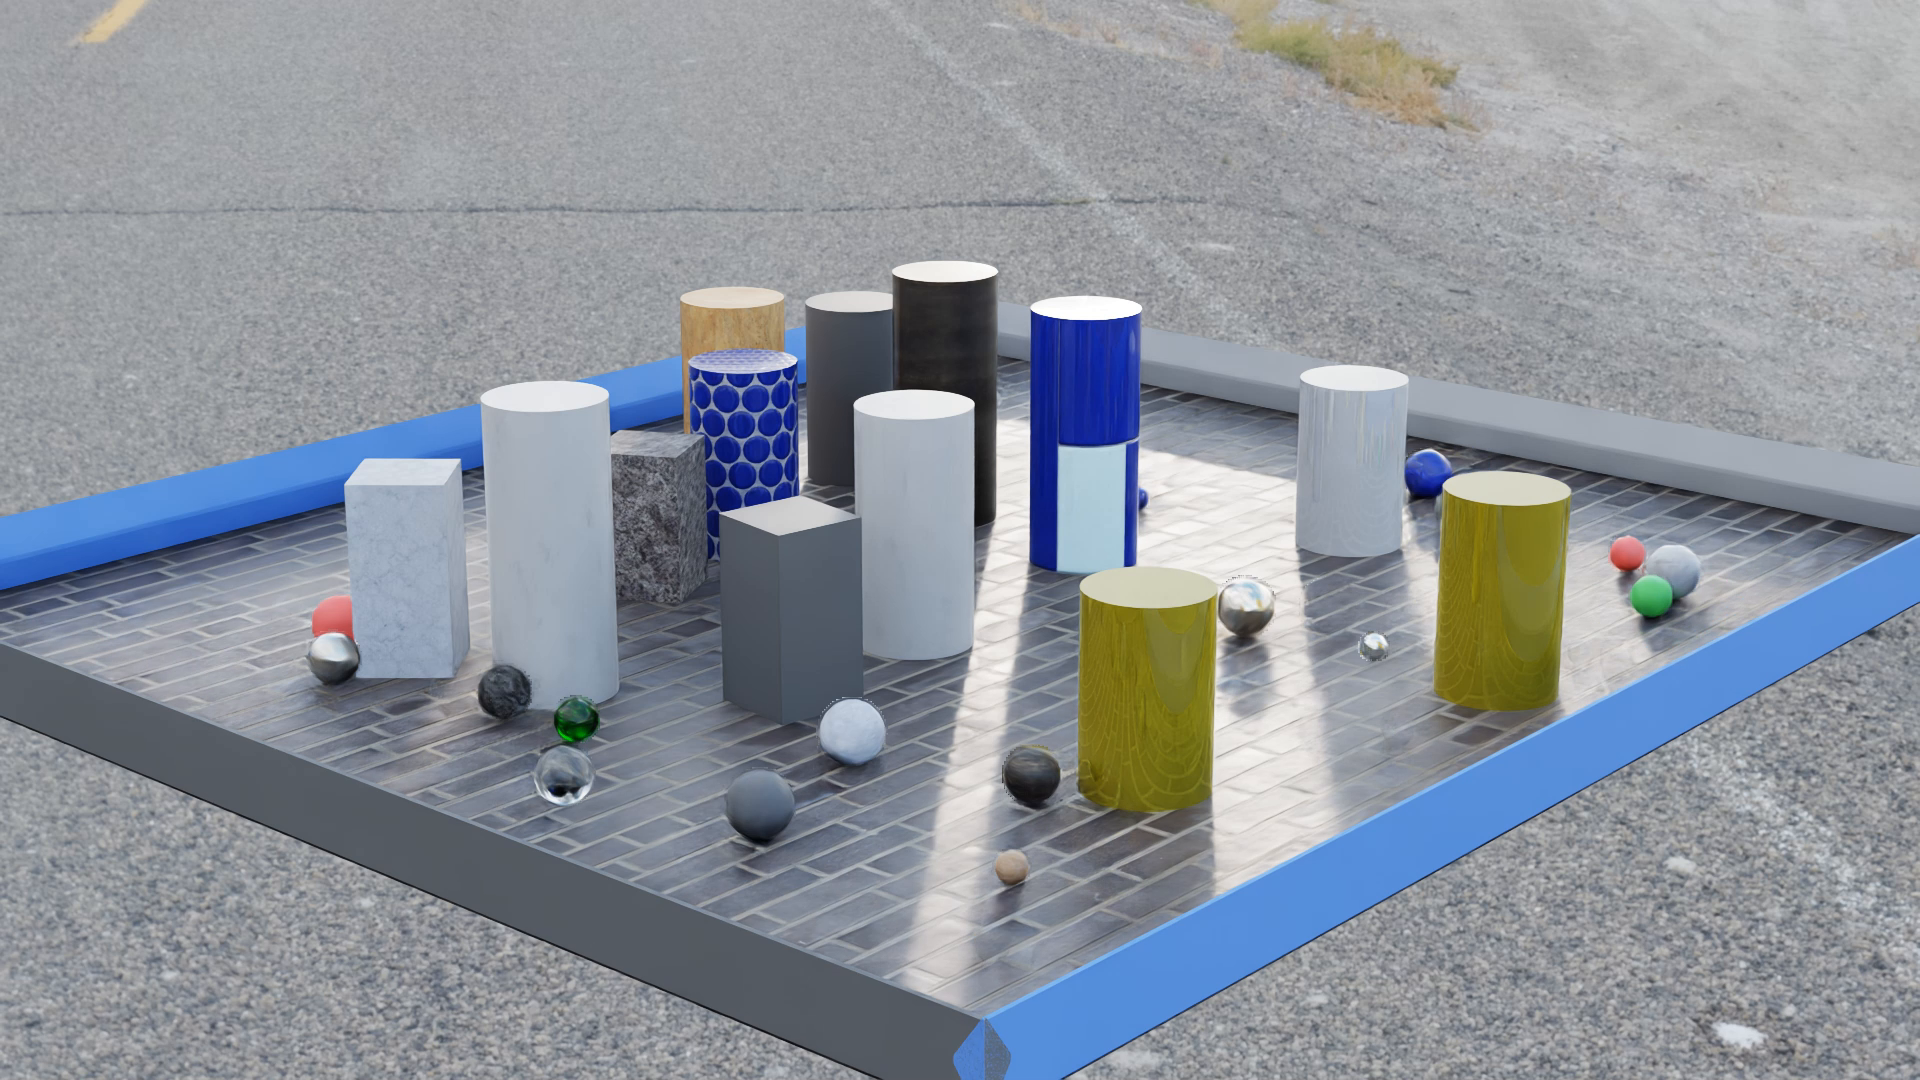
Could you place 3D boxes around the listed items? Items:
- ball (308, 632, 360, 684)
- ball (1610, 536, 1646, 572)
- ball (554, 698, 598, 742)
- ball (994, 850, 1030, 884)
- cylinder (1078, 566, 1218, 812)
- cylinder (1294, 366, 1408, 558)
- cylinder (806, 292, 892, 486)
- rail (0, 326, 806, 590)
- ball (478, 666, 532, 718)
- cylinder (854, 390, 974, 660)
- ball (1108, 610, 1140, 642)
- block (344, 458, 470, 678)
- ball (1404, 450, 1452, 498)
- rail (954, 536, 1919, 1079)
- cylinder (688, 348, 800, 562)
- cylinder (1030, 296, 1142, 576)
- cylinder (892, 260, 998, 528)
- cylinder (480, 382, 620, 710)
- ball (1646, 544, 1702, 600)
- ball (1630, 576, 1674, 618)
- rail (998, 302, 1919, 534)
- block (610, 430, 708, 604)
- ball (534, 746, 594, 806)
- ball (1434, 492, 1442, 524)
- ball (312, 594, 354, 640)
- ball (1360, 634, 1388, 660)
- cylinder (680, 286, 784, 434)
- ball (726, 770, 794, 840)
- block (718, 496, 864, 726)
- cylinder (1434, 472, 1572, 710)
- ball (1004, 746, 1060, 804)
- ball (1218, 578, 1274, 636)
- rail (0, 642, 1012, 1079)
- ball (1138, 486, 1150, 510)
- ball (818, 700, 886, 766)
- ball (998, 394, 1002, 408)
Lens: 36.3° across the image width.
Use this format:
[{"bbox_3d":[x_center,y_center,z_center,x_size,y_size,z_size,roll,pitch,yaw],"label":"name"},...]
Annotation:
[{"bbox_3d":[-0.998,0.188,4.672,0.082,0.082,0.082,0,17,0],"label":"ball"},{"bbox_3d":[1.198,0.025,5.261,0.063,0.063,0.063,0,17,0],"label":"ball"},{"bbox_3d":[-0.580,0.272,4.433,0.067,0.067,0.067,0,17,0],"label":"ball"},{"bbox_3d":[0.070,0.438,3.919,0.046,0.046,0.046,0,17,0],"label":"ball"},{"bbox_3d":[0.269,0.212,4.220,0.197,0.304,0.197,0,17,0],"label":"cylinder"},{"bbox_3d":[0.720,-0.146,5.397,0.197,0.312,0.197,0,17,0],"label":"cylinder"},{"bbox_3d":[-0.207,-0.302,5.844,0.197,0.353,0.197,0,17,0],"label":"cylinder"},{"bbox_3d":[-0.957,-0.208,5.916,0.045,0.128,2.892,14,22,39],"label":"rail"},{"bbox_3d":[-0.704,0.235,4.530,0.082,0.082,0.082,0,17,0],"label":"ball"},{"bbox_3d":[-0.075,-0.026,4.834,0.197,0.407,0.197,0,17,0],"label":"cylinder"},{"bbox_3d":[0.273,0.144,4.885,0.052,0.052,0.052,0,17,0],"label":"ball"},{"bbox_3d":[-0.892,0.045,4.744,0.158,0.323,0.158,0,17,0],"label":"block"},{"bbox_3d":[0.911,-0.129,5.713,0.095,0.095,0.095,0,17,0],"label":"ball"},{"bbox_3d":[0.957,0.272,4.324,0.045,0.128,2.892,14,22,39],"label":"rail"},{"bbox_3d":[-0.393,-0.155,5.355,0.197,0.353,0.197,0,17,0],"label":"cylinder"},{"bbox_3d":[0.224,-0.189,5.270,0.197,0.466,0.197,0,17,0],"label":"cylinder"},{"bbox_3d":[-0.028,-0.274,5.540,0.197,0.474,0.197,0,17,0],"label":"cylinder"},{"bbox_3d":[-0.641,0.008,4.594,0.197,0.480,0.197,0,17,0],"label":"cylinder"},{"bbox_3d":[1.242,0.055,5.103,0.096,0.096,0.096,0,17,0],"label":"ball"},{"bbox_3d":[1.182,0.096,5.010,0.071,0.071,0.071,0,17,0],"label":"ball"},{"bbox_3d":[0.933,-0.278,6.148,2.583,0.128,0.045,14,22,39],"label":"rail"},{"bbox_3d":[-0.544,-0.042,5.139,0.158,0.262,0.158,4,17,13],"label":"block"},{"bbox_3d":[-0.566,0.336,4.190,0.085,0.085,0.085,0,17,0],"label":"ball"},{"bbox_3d":[0.935,-0.060,5.497,0.088,0.088,0.088,0,17,0],"label":"ball"},{"bbox_3d":[-1.018,0.138,4.827,0.097,0.097,0.097,0,17,0],"label":"ball"},{"bbox_3d":[0.678,0.175,4.796,0.044,0.044,0.044,0,17,0],"label":"ball"},{"bbox_3d":[-0.432,-0.265,5.625,0.197,0.408,0.197,0,17,0],"label":"cylinder"},{"bbox_3d":[-0.277,0.367,4.066,0.097,0.097,0.097,0,17,0],"label":"ball"},{"bbox_3d":[-0.262,0.107,4.568,0.158,0.305,0.158,-13,21,-37],"label":"block"},{"bbox_3d":[0.852,0.079,4.614,0.197,0.333,0.197,0,17,0],"label":"cylinder"},{"bbox_3d":[0.104,0.336,4.196,0.081,0.081,0.081,0,17,0],"label":"ball"},{"bbox_3d":[0.479,0.112,4.911,0.097,0.097,0.097,0,17,0],"label":"ball"},{"bbox_3d":[-0.933,0.342,4.092,2.583,0.128,0.045,14,22,39],"label":"rail"},{"bbox_3d":[0.342,-0.081,5.643,0.045,0.045,0.045,0,17,0],"label":"ball"},{"bbox_3d":[-0.159,0.285,4.336,0.098,0.098,0.098,0,17,0],"label":"ball"},{"bbox_3d":[0.065,-0.301,6.365,0.050,0.050,0.050,0,17,0],"label":"ball"}]
